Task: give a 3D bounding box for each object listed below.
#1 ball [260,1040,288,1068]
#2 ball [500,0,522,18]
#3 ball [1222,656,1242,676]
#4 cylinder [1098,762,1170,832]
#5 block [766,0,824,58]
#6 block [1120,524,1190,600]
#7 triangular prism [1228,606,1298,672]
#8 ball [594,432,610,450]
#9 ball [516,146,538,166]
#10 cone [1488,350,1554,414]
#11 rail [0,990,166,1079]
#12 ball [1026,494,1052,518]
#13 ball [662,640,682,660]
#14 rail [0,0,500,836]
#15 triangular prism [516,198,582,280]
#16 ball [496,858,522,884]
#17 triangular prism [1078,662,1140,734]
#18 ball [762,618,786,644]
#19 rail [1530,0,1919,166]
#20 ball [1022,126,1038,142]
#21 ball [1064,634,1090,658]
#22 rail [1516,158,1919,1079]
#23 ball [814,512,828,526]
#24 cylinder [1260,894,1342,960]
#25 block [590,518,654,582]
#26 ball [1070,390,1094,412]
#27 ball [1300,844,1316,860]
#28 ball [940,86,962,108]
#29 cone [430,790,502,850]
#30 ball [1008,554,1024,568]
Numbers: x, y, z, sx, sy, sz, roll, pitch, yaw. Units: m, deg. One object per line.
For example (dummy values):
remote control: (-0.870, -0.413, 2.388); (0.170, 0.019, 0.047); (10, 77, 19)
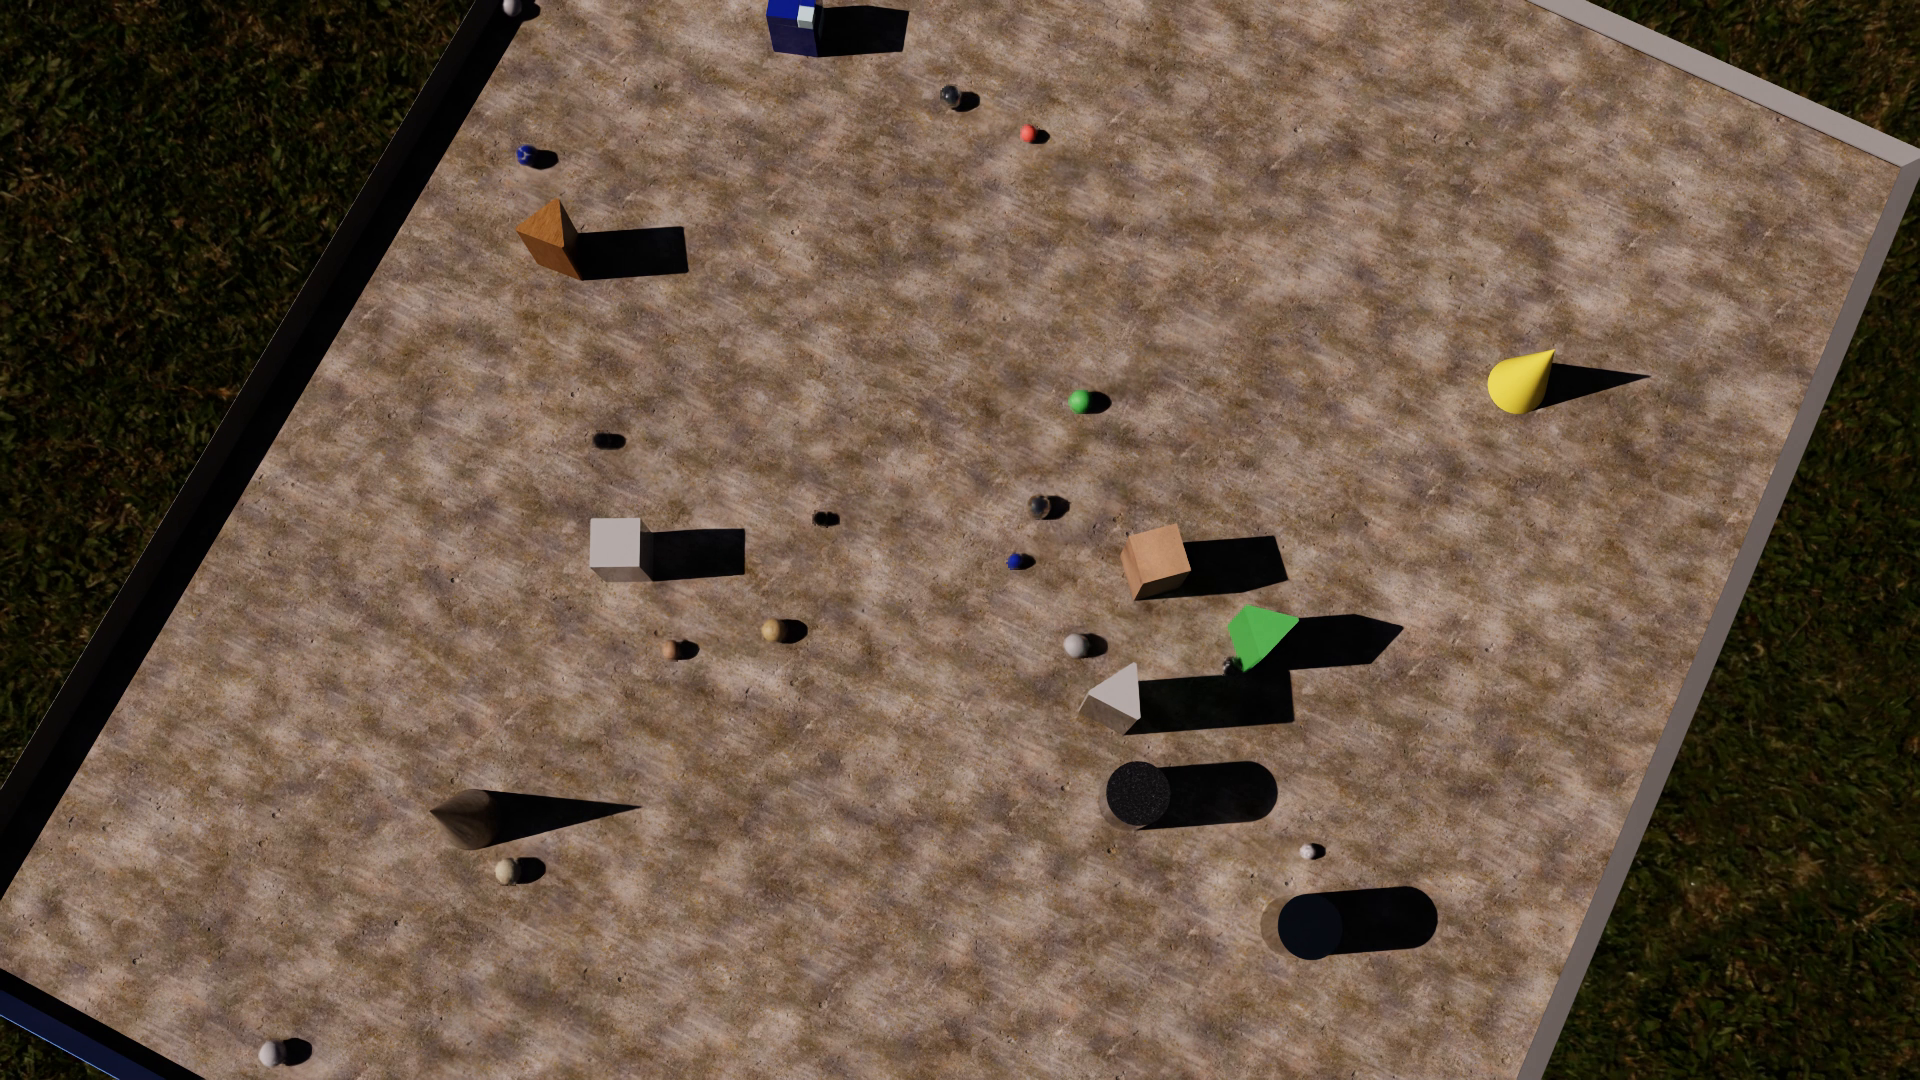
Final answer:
ball: (-1.975, 1.478, 5.272); (0.076, 0.076, 0.076); (0, 78, 0)
ball: (-1.456, -1.729, 5.938); (0.069, 0.069, 0.069); (0, 78, 0)
ball: (0.818, 0.380, 5.507); (0.060, 0.060, 0.060); (0, 78, 0)
cylinder: (0.501, 0.744, 5.303); (0.181, 0.313, 0.181); (0, 78, 0)
block: (-0.522, -1.669, 5.837); (0.145, 0.243, 0.145); (8, 78, 2)
block: (0.579, 0.068, 5.451); (0.145, 0.295, 0.145); (-15, 79, -3)
triangular prism: (0.863, 0.268, 5.390); (0.136, 0.335, 0.157); (44, 82, 8)
ball: (-1.104, -0.306, 5.652); (0.054, 0.054, 0.054); (0, 78, 0)
ball: (-1.376, -1.223, 5.834); (0.068, 0.068, 0.068); (0, 78, 0)
cone: (1.737, -0.519, 5.531); (0.181, 0.376, 0.181); (0, 78, 0)
rail: (-1.091, 2.143, 5.112); (4.339, 0.118, 0.045); (26, 80, 5)
ball: (0.241, -0.103, 5.599); (0.076, 0.076, 0.076); (0, 78, 0)
ball: (-0.867, 0.331, 5.518); (0.059, 0.059, 0.059); (0, 78, 0)
rail: (-1.919, -0.934, 5.748); (0.045, 0.118, 4.926); (26, 80, 5)
triangular prism: (-1.239, -0.940, 5.661); (0.157, 0.292, 0.136); (21, 79, 4)
ball: (-1.324, 0.971, 5.376); (0.077, 0.077, 0.077); (0, 78, 0)
triangular prism: (0.456, 0.445, 5.297); (0.157, 0.446, 0.136); (27, 80, 5)
ball: (-0.559, 0.273, 5.521); (0.075, 0.075, 0.075); (0, 78, 0)
rail: (1.091, -2.130, 5.995); (4.339, 0.118, 0.045); (26, 80, 5)
ball: (0.221, -1.297, 5.858); (0.052, 0.052, 0.052); (0, 78, 0)
ball: (0.351, 0.317, 5.513); (0.074, 0.074, 0.074); (0, 78, 0)
rail: (1.919, 0.946, 5.360); (0.045, 0.118, 4.926); (26, 80, 5)
ball: (-0.426, -0.065, 5.607); (0.045, 0.045, 0.045); (0, 78, 0)
cylinder: (0.972, 1.104, 5.234); (0.181, 0.301, 0.181); (0, 78, 0)
block: (-1.010, 0.032, 5.484); (0.145, 0.246, 0.145); (-1, 78, 0)
ball: (0.377, -0.430, 5.668); (0.072, 0.072, 0.072); (0, 78, 0)
ball: (1.025, 0.919, 5.403); (0.046, 0.046, 0.046); (0, 78, 0)
ball: (-0.027, -1.419, 5.874); (0.070, 0.070, 0.070); (0, 78, 0)
cone: (-1.449, 0.785, 5.223); (0.181, 0.452, 0.181); (0, 78, 0)
ball: (0.171, 0.064, 5.580); (0.046, 0.046, 0.046); (0, 78, 0)
